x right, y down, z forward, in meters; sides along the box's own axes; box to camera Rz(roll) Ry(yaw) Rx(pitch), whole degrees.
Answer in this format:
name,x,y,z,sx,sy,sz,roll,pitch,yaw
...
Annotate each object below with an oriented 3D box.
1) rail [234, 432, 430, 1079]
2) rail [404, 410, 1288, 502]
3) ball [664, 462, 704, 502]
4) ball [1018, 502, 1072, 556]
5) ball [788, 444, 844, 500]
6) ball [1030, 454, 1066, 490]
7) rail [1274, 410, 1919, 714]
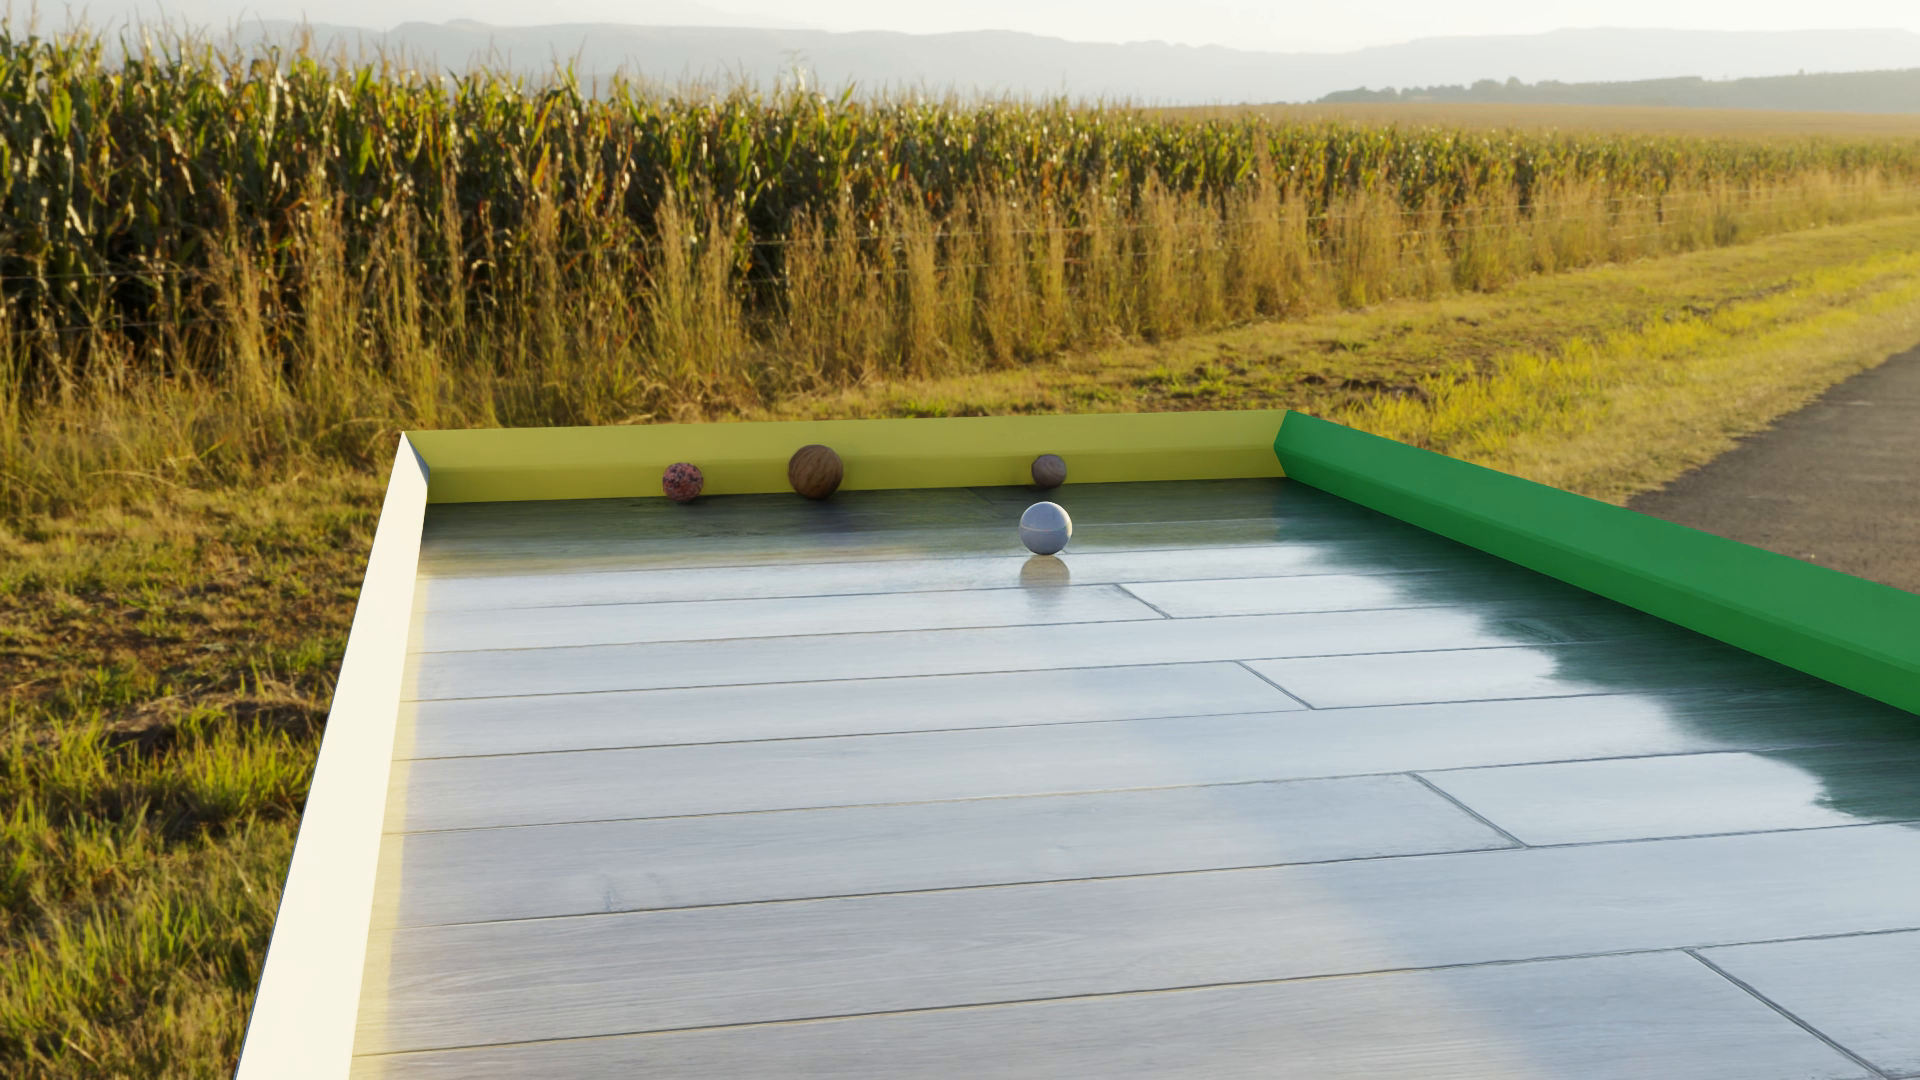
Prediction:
name,x,y,z,sx,sy,sz,roll,pitch,yaw
rail,-0.598,0.136,2.269,0.045,0.126,3.234,-2,10,-12
rail,-0.168,-0.151,3.970,1.627,0.126,0.045,-2,10,-12
ball,-0.485,-0.102,3.860,0.068,0.068,0.068,0,10,0
ball,0.129,-0.017,3.319,0.081,0.081,0.081,0,10,0
ball,-0.254,-0.121,3.882,0.097,0.097,0.097,0,10,0
ball,0.160,-0.124,4.005,0.064,0.064,0.064,0,10,0
rail,0.945,0.080,2.603,0.045,0.126,3.234,-2,10,-12
